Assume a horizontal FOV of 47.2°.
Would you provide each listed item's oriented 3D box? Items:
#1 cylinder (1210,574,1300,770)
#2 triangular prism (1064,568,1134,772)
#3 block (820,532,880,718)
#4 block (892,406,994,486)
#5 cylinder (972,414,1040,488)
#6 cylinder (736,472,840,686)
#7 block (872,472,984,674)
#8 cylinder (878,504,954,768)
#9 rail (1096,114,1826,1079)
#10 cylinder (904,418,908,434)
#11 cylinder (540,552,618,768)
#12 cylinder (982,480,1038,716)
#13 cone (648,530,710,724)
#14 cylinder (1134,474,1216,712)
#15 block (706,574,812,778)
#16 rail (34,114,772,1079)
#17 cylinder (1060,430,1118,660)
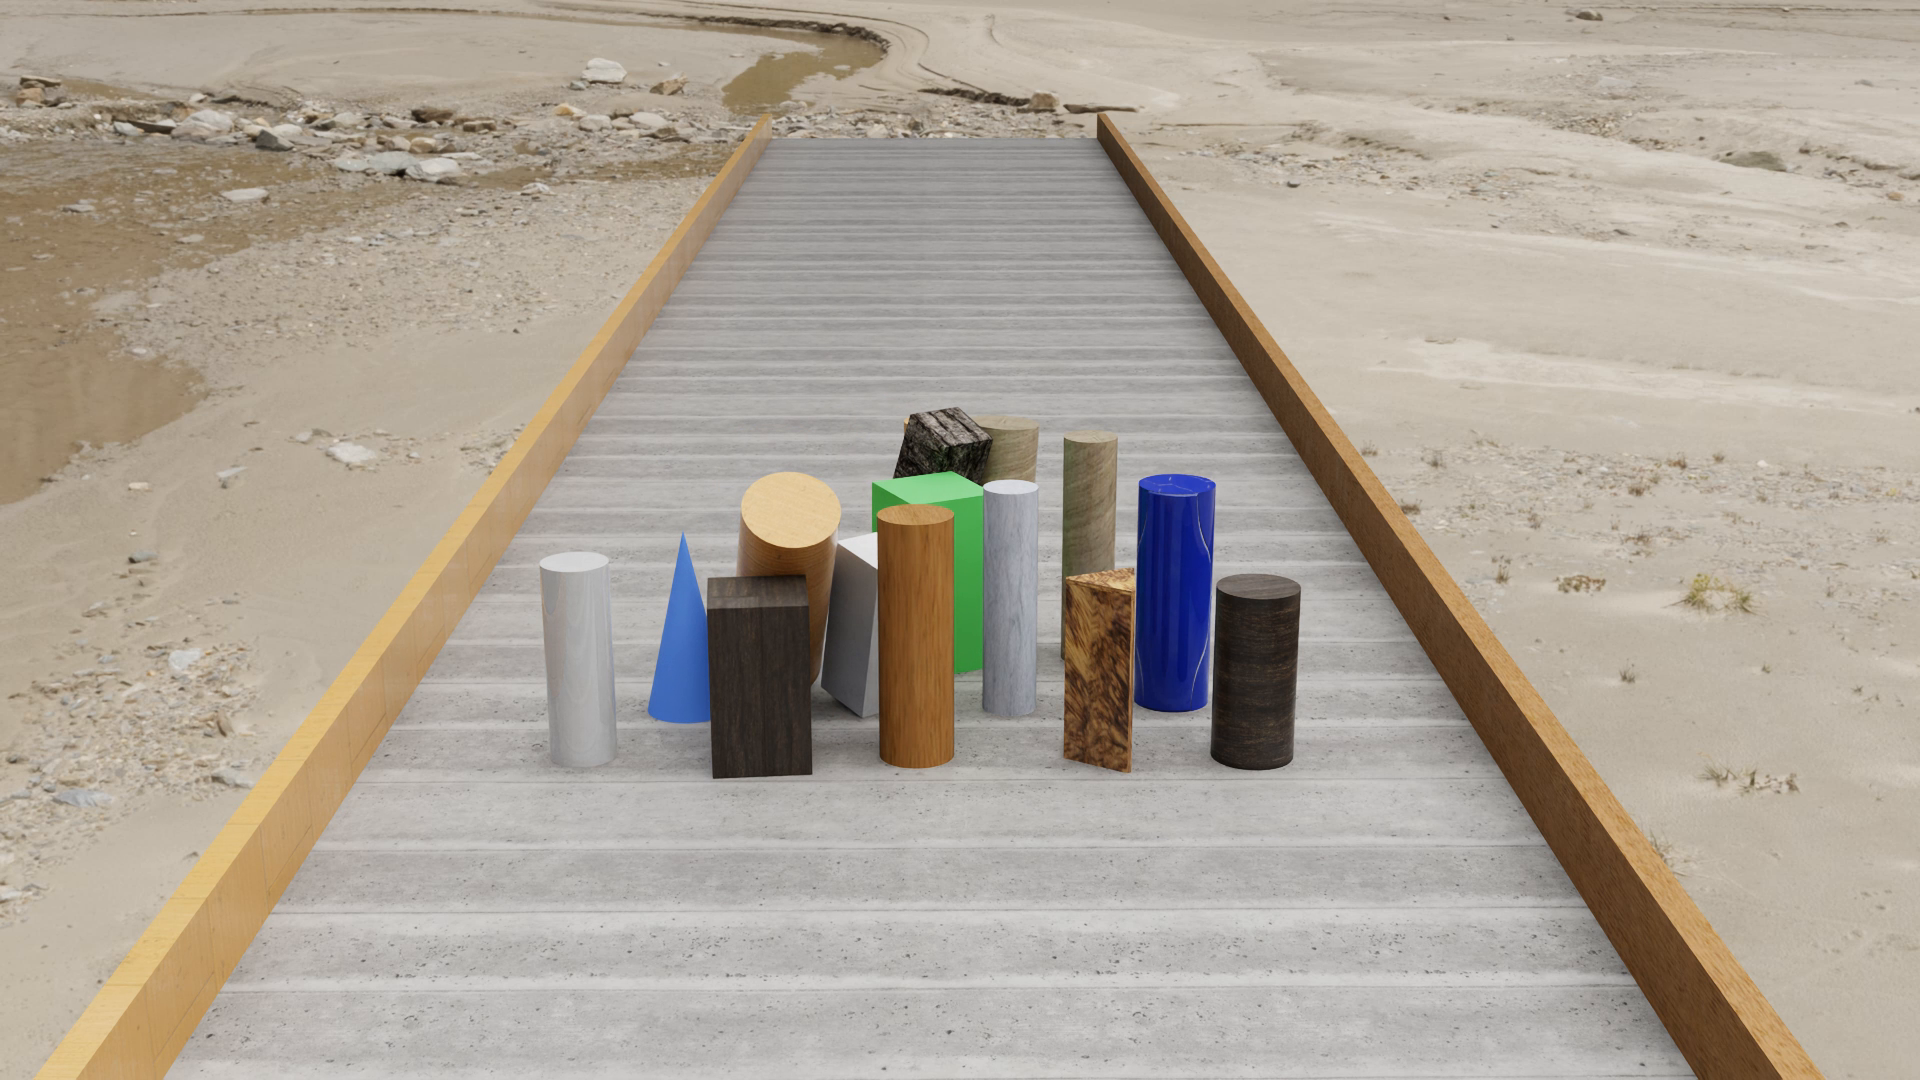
[{"bbox_3d":[0.522,0.232,3.890,0.147,0.317,0.147,0,17,0],"label":"cylinder"},{"bbox_3d":[0.272,0.223,3.888,0.135,0.335,0.117,11,20,32],"label":"triangular prism"},{"bbox_3d":[-0.155,0.156,4.129,0.133,0.308,0.133,-13,32,-38],"label":"block"},{"bbox_3d":[-0.071,-0.046,4.563,0.124,0.450,0.124,-12,42,-37],"label":"block"},{"bbox_3d":[0.077,-0.041,4.613,0.151,0.419,0.151,4,14,-1],"label":"cylinder"},{"bbox_3d":[-0.329,0.090,4.087,0.178,0.455,0.178,5,50,-6],"label":"cylinder"},{"bbox_3d":[-0.055,0.069,4.356,0.178,0.360,0.178,-9,20,-27],"label":"block"},{"bbox_3d":[-0.077,0.170,3.874,0.134,0.446,0.134,0,17,0],"label":"cylinder"},{"bbox_3d":[0.932,-0.844,7.801,0.050,0.150,12.000,0,17,-1],"label":"rail"},{"bbox_3d":[-0.062,-0.088,4.883,0.122,0.364,0.122,0,17,0],"label":"cylinder"},{"bbox_3d":[-0.672,0.211,3.884,0.120,0.361,0.120,0,17,0],"label":"cylinder"},{"bbox_3d":[0.093,0.109,4.105,0.102,0.431,0.102,0,17,0],"label":"cylinder"},{"bbox_3d":[-0.511,0.149,4.107,0.157,0.352,0.157,0,17,0],"label":"cone"},{"bbox_3d":[0.403,0.100,4.143,0.143,0.426,0.143,0,17,0],"label":"cylinder"},{"bbox_3d":[-0.353,0.239,3.873,0.174,0.313,0.174,-2,17,-6],"label":"block"},{"bbox_3d":[-1.118,-0.838,7.780,0.050,0.150,12.000,0,17,-1],"label":"rail"},{"bbox_3d":[0.256,0.016,4.371,0.106,0.457,0.106,0,17,0],"label":"cylinder"}]
